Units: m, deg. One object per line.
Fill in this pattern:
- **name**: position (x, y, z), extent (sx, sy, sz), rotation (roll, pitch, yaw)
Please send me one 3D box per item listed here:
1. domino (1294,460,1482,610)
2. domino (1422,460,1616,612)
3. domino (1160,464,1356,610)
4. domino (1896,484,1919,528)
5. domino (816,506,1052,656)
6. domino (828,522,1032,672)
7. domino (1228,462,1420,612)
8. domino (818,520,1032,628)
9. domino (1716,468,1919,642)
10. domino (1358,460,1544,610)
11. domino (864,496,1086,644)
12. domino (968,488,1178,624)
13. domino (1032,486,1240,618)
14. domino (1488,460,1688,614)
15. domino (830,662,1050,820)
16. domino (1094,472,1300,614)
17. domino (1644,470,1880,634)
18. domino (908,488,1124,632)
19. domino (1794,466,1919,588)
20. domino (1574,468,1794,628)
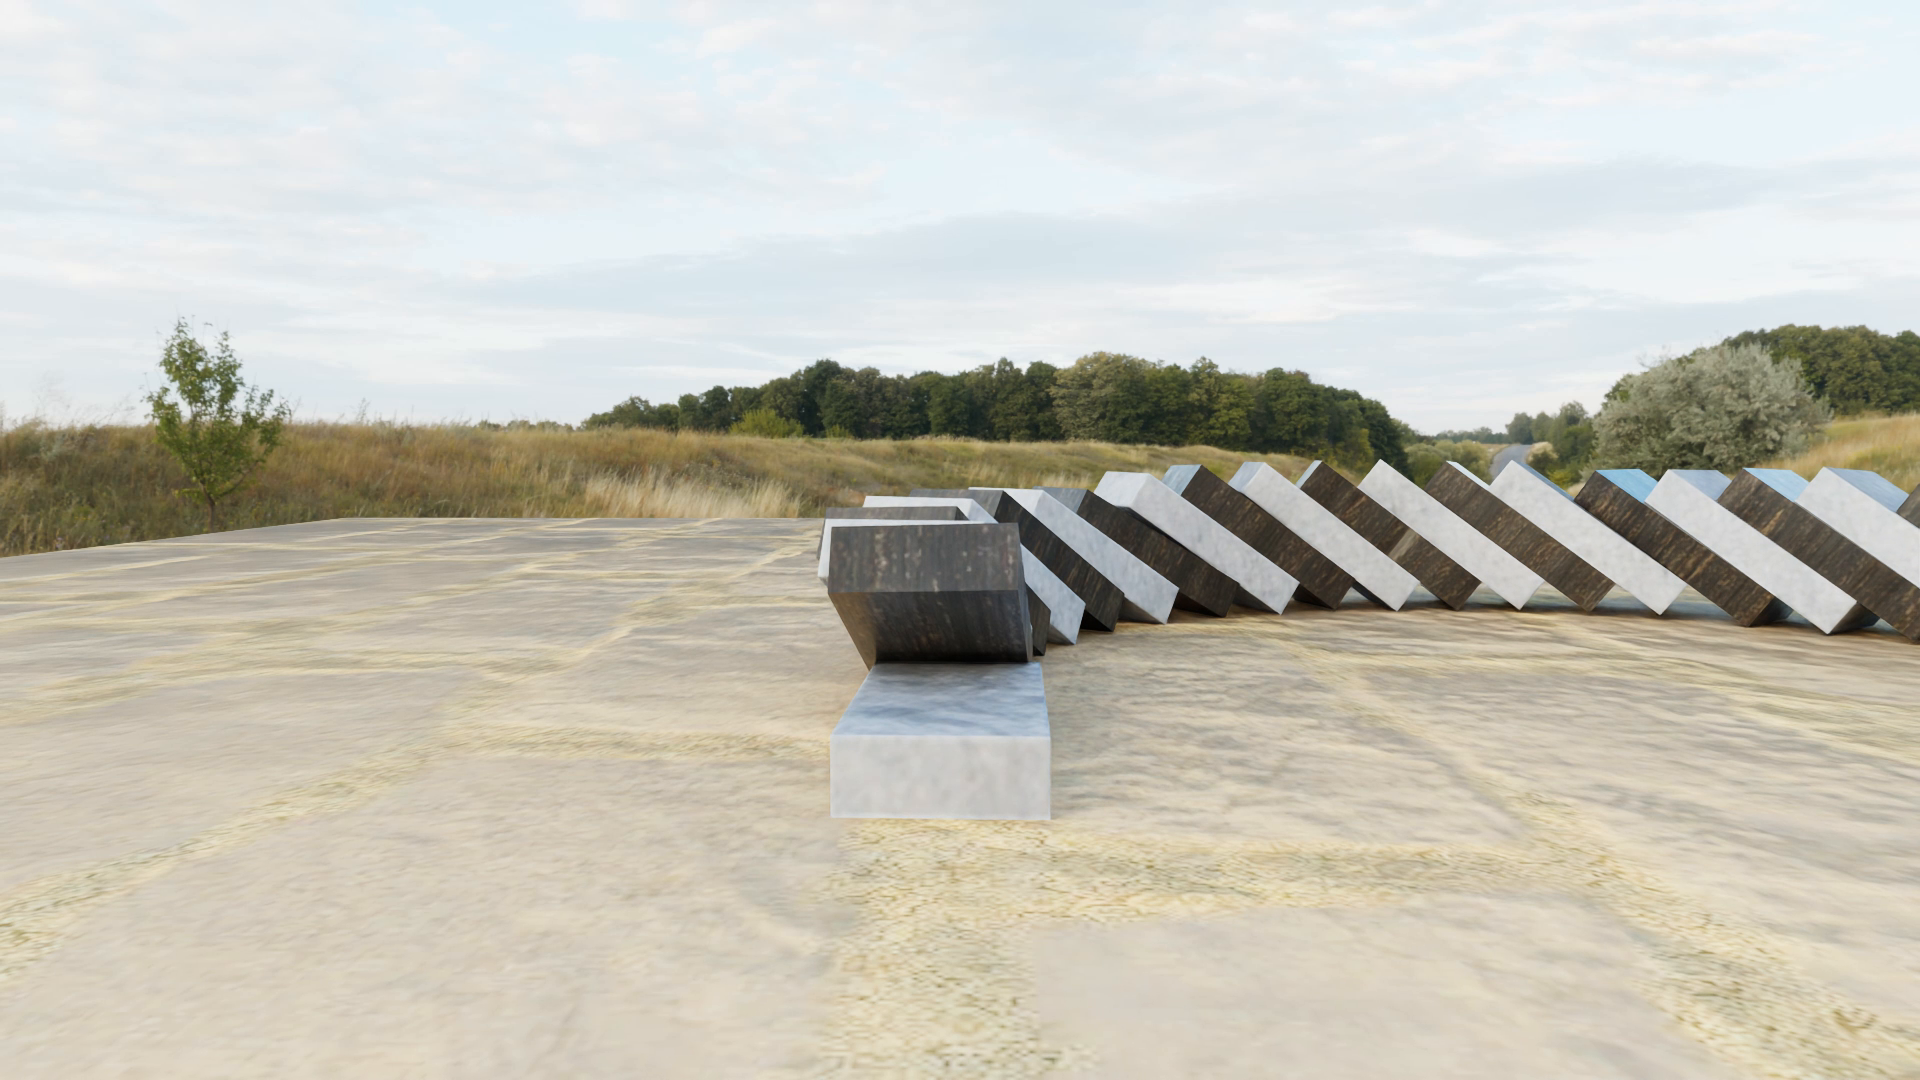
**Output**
- **domino**: position (0.112, -0.002, 0.340), extent (0.050, 0.009, 0.025), rotation (38, 10, 6)
- **domino**: position (0.146, -0.002, 0.335), extent (0.050, 0.010, 0.025), rotation (41, 19, 20)
- **domino**: position (0.076, -0.001, 0.333), extent (0.050, 0.009, 0.025), rotation (35, -2, -8)
- **domino**: position (0.223, 0.005, 0.262), extent (0.025, 0.009, 0.050), rotation (-2, 39, -28)
- **domino**: position (-0.003, 0.009, 0.239), extent (0.025, 0.009, 0.050), rotation (0, -23, 24)
- **domino**: position (-0.003, 0.012, 0.192), extent (0.025, 0.009, 0.050), rotation (-1, -23, 5)
- **domino**: position (0.094, -0.002, 0.337), extent (0.050, 0.010, 0.025), rotation (37, 4, -2)
- **domino**: position (-0.004, 0.011, 0.216), extent (0.025, 0.009, 0.050), rotation (1, -22, 13)
- **domino**: position (0.202, 0.002, 0.292), extent (0.025, 0.010, 0.050), rotation (-1, 38, -35)
- **domino**: position (0.129, -0.002, 0.339), extent (0.050, 0.009, 0.025), rotation (40, 13, 13)
- **domino**: position (0.003, 0.007, 0.262), extent (0.025, 0.009, 0.050), rotation (3, -24, 34)
- **domino**: position (0.025, 0.004, 0.298), extent (0.050, 0.009, 0.025), rotation (33, -17, -35)
- **domino**: position (0.041, 0.003, 0.314), extent (0.050, 0.009, 0.025), rotation (29, -9, -25)
- **domino**: position (0.161, -0.001, 0.329), extent (0.050, 0.009, 0.025), rotation (43, 21, 24)
- **domino**: position (-0.001, 0.025, 0.170), extent (0.025, 0.010, 0.050), rotation (0, 4, 2)
- **domino**: position (0.059, 0.000, 0.325), extent (0.050, 0.010, 0.025), rotation (34, -6, -17)
- **domino**: position (0.192, 0.002, 0.305), extent (0.025, 0.010, 0.050), rotation (-2, 39, -35)
- **domino**: position (0.012, 0.005, 0.280), extent (0.025, 0.010, 0.050), rotation (3, -25, 41)
- **domino**: position (0.212, 0.003, 0.279), extent (0.025, 0.010, 0.050), rotation (1, 37, -33)
- **domino**: position (0.181, 0.001, 0.318), extent (0.025, 0.009, 0.050), rotation (-3, 40, -39)
